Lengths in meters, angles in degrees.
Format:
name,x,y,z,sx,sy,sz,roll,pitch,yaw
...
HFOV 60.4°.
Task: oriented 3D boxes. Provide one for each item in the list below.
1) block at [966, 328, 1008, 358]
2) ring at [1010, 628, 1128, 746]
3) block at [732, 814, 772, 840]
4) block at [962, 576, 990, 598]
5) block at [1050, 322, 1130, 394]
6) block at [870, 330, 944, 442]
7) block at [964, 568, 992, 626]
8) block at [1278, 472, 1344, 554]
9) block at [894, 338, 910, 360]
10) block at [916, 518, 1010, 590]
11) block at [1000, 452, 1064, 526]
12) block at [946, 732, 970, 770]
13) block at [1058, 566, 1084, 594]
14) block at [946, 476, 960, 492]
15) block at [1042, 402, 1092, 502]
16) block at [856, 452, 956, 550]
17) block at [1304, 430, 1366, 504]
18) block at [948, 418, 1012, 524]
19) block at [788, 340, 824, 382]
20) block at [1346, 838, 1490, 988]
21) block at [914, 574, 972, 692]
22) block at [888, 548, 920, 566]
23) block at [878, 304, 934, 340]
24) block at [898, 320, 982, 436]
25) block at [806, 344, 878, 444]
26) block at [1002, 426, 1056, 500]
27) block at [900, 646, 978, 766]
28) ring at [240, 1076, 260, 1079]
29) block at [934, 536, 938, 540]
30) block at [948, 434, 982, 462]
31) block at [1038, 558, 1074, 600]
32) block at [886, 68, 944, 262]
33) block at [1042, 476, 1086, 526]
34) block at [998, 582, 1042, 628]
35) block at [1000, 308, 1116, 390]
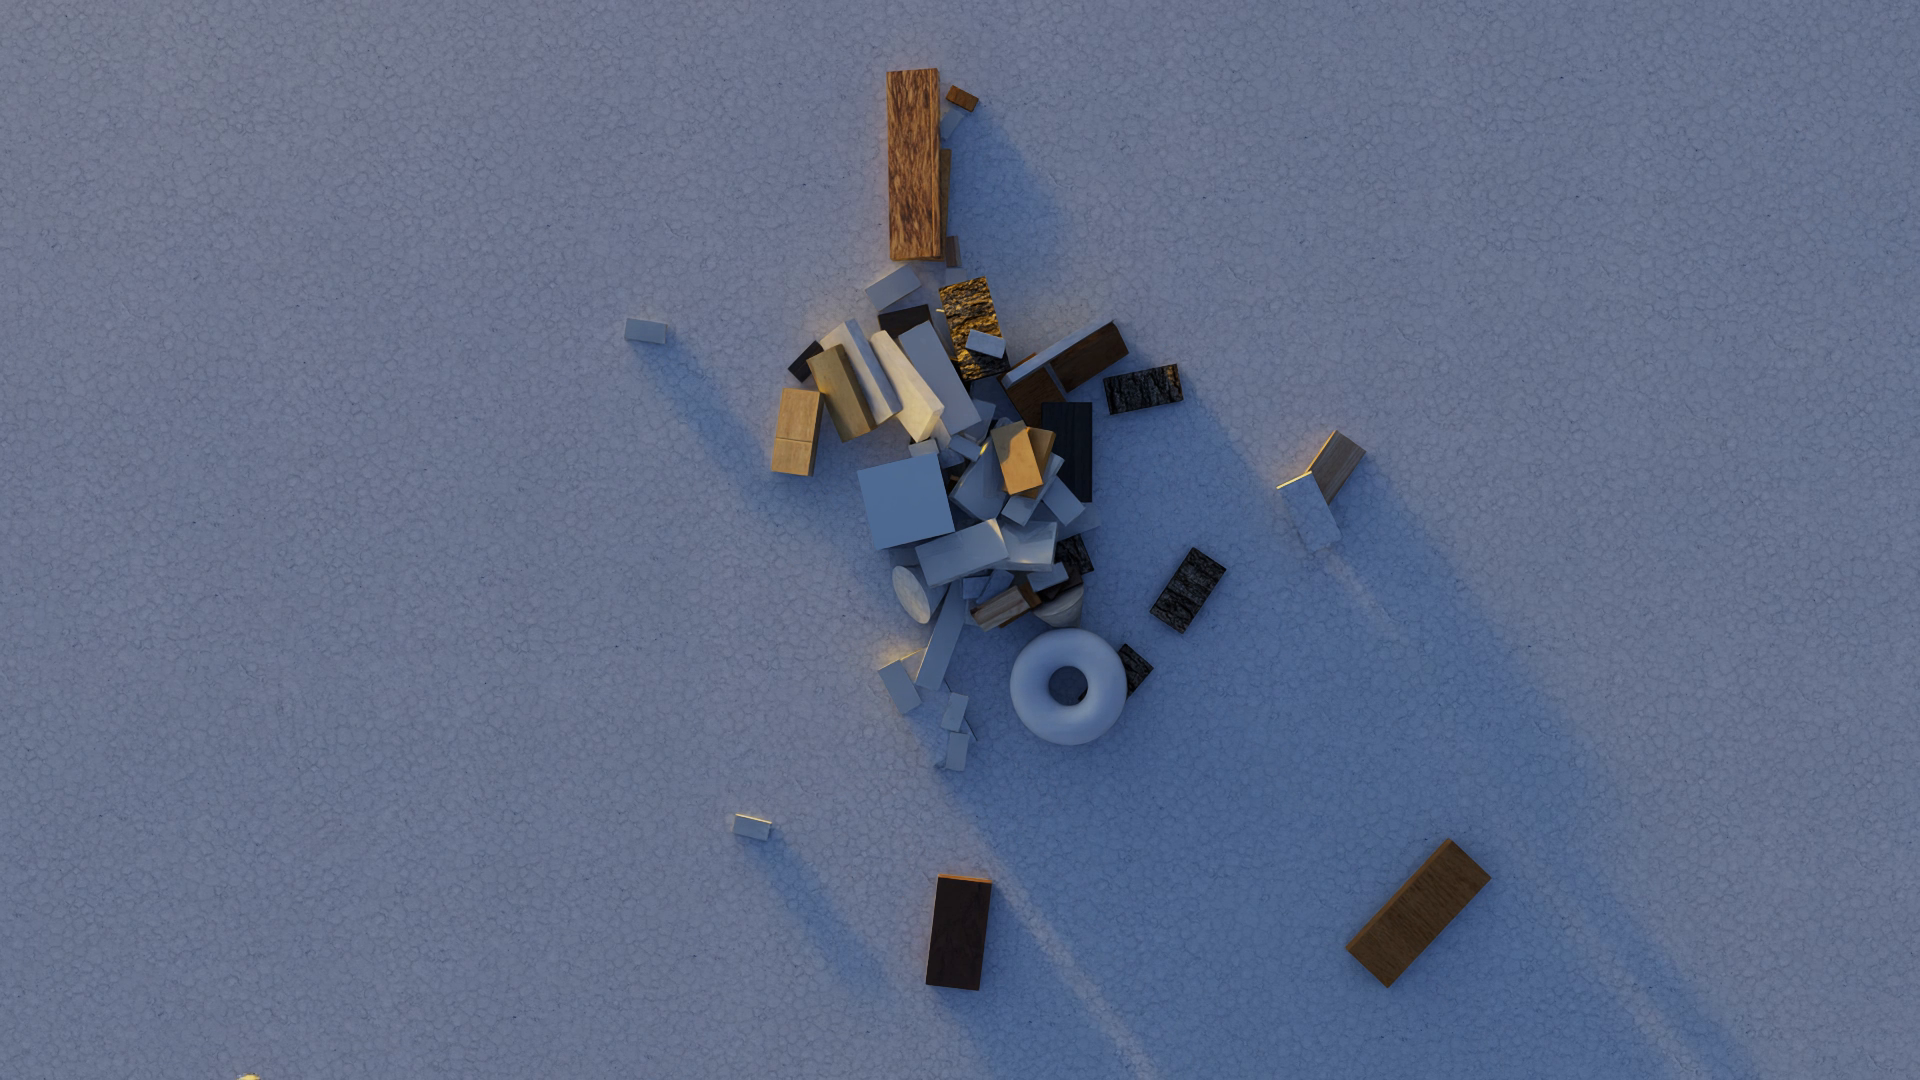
name,x,y,z,sx,sy,sz,roll,pitch,yaw
block,0.085,-0.632,5.322,0.124,0.018,0.062,17,87,0
ring,0.356,0.479,5.410,0.388,0.129,0.388,0,88,12
block,-0.694,0.957,5.491,0.121,0.017,0.060,13,90,0
block,0.073,0.152,5.400,0.138,0.020,0.069,-4,99,-21
block,0.428,-0.602,5.447,0.246,0.035,0.123,-33,131,0
block,-0.193,-0.500,5.372,0.048,0.170,0.339,-25,70,-34
block,0.061,0.182,5.421,0.069,0.020,0.196,7,95,-22
block,1.159,-0.091,5.456,0.122,0.035,0.244,-26,97,13
block,-0.204,-0.655,5.491,0.062,0.018,0.124,-10,90,0
block,0.009,0.044,5.332,0.278,0.039,0.139,-20,73,2
block,0.237,-0.173,5.375,0.087,0.025,0.255,31,89,30
block,-0.008,0.696,5.441,0.060,0.017,0.121,9,90,0
block,0.338,0.136,5.421,0.123,0.017,0.062,-24,71,9
block,-0.012,-0.179,5.449,0.053,0.105,0.015,18,67,0
block,0.351,-0.288,5.434,0.164,0.047,0.328,0,90,0
block,-0.172,-0.124,5.370,0.260,0.260,0.260,-13,90,0
block,1.228,-0.229,5.483,0.122,0.035,0.244,35,90,0
block,0.115,-0.222,5.406,0.164,0.047,0.329,39,74,-21
block,-0.504,-0.594,5.491,0.067,0.019,0.133,44,90,0
block,1.520,1.238,5.475,0.179,0.051,0.502,43,90,0
block,-0.034,0.277,5.434,0.082,0.023,0.445,20,90,-4
block,-0.179,0.055,5.492,0.112,0.016,0.056,-4,90,0
block,-0.181,-0.721,5.471,0.172,0.024,0.086,-14,91,-11
block,-0.065,-0.522,5.335,0.113,0.032,0.365,-28,89,-2
block,-0.388,-0.481,5.429,0.139,0.039,0.300,-20,95,41
block,0.225,-0.253,5.373,0.113,0.032,0.226,13,80,29
block,-0.105,0.552,5.475,0.179,0.051,0.358,-28,90,0
ring,-2.356,1.861,5.437,0.182,0.061,0.182,-10,66,24
block,-0.074,0.026,5.445,0.056,0.112,0.016,35,70,0
block,0.016,-0.299,5.351,0.105,0.015,0.053,28,71,-4
block,0.315,0.130,5.410,0.062,0.017,0.123,34,87,22
block,-0.150,-1.240,5.457,0.170,0.048,0.620,-1,89,11
block,0.321,-0.139,5.388,0.087,0.025,0.175,-42,82,8
block,0.182,0.213,5.414,0.164,0.023,0.082,-33,80,12
block,0.324,-0.625,5.406,0.413,0.123,0.035,-33,89,-9
